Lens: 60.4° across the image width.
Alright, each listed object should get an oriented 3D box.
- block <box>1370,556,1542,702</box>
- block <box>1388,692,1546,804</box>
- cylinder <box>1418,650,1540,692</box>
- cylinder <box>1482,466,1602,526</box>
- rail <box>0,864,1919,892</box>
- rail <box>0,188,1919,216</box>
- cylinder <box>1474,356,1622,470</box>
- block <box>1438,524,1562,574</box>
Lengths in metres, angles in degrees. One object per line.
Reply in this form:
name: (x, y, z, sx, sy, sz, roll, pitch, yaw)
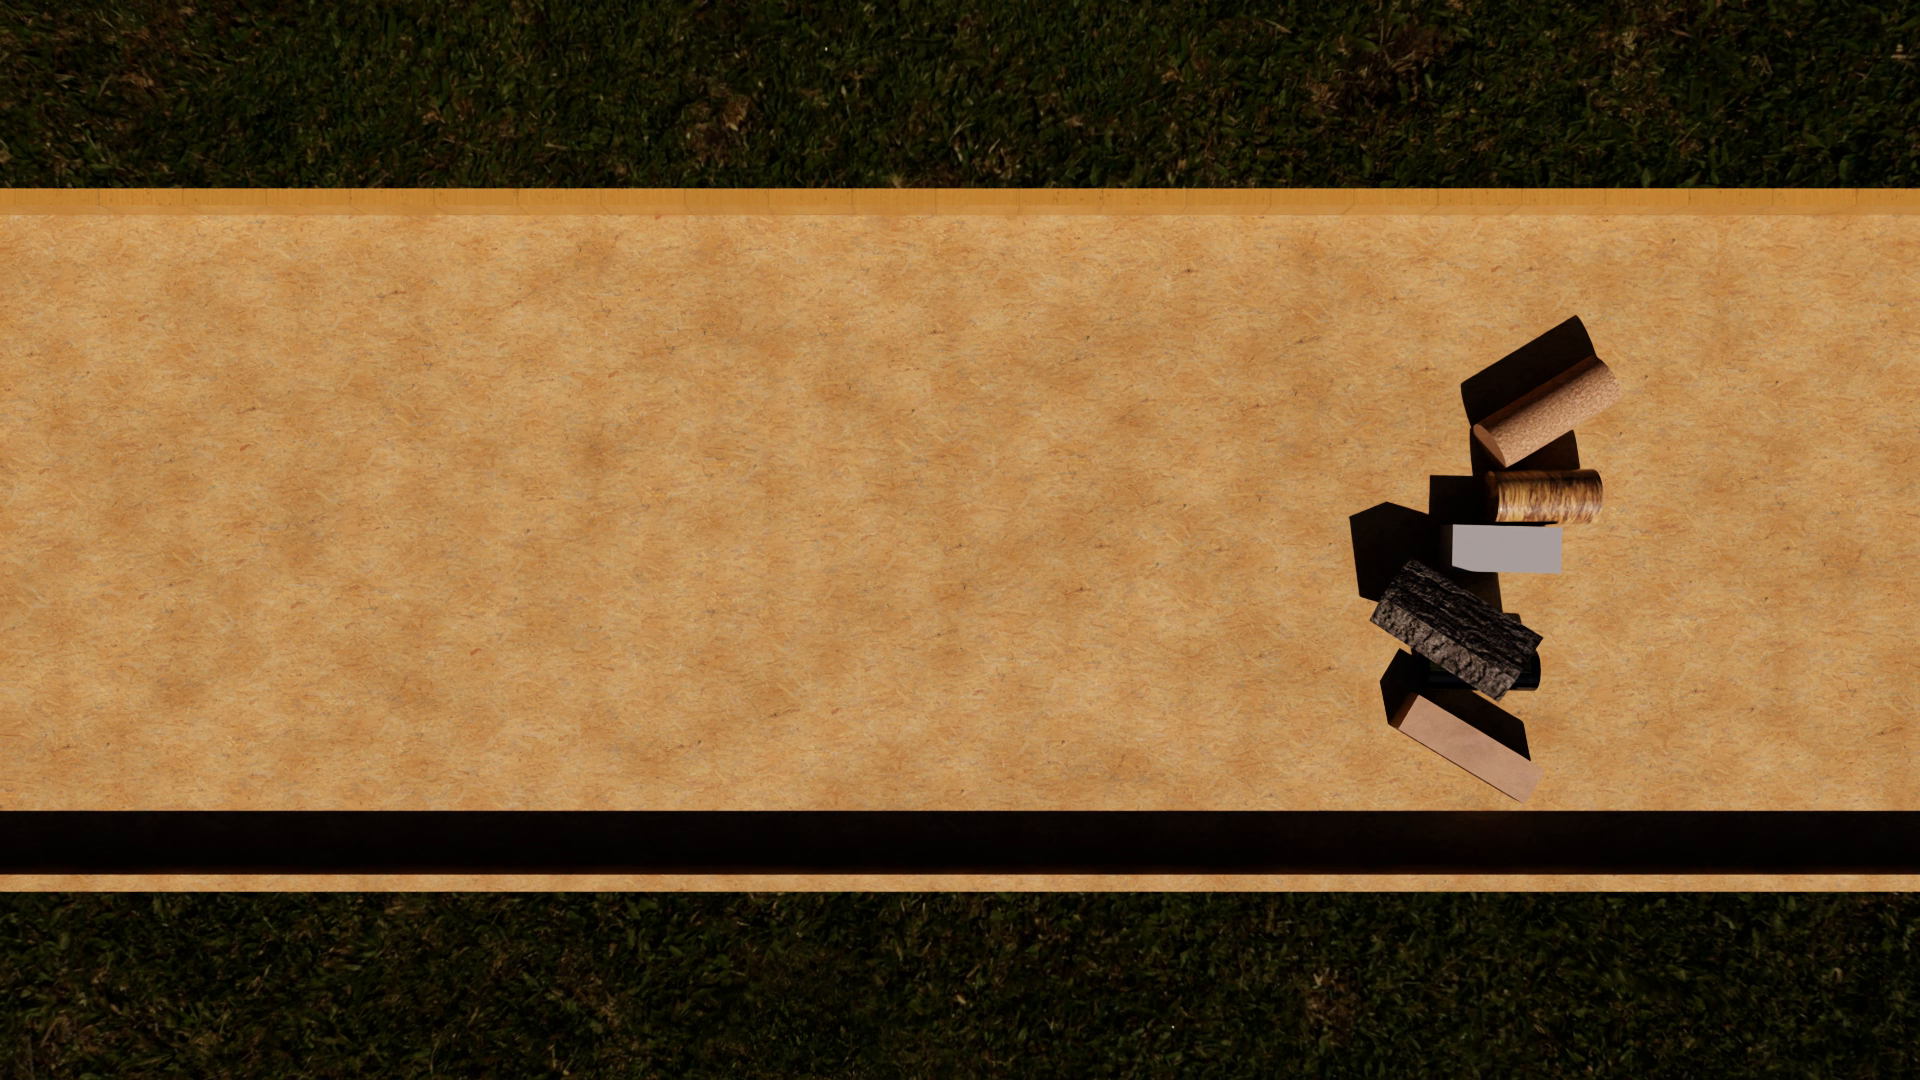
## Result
block: (1.472, 0.265, 4.908, 0.443, 0.169, 0.169, 34, 67, 16)
block: (1.539, 0.630, 5.017, 0.444, 0.120, 0.120, 31, 90, 0)
cylinder: (1.576, 0.392, 5.011, 0.332, 0.131, 0.131, 1, 90, 0)
cylinder: (1.760, -0.129, 4.993, 0.311, 0.167, 0.167, -4, 90, 6)
rail: (-2.247, 1.025, 5.001, 12.000, 0.150, 0.050, 0, 90, 0)
rail: (-2.247, -1.025, 5.002, 12.000, 0.150, 0.050, 0, 90, 0)
cylinder: (1.778, -0.385, 4.995, 0.405, 0.162, 0.162, -31, 90, 0)
block: (1.638, 0.027, 5.007, 0.327, 0.139, 0.139, 1, 90, 0)
